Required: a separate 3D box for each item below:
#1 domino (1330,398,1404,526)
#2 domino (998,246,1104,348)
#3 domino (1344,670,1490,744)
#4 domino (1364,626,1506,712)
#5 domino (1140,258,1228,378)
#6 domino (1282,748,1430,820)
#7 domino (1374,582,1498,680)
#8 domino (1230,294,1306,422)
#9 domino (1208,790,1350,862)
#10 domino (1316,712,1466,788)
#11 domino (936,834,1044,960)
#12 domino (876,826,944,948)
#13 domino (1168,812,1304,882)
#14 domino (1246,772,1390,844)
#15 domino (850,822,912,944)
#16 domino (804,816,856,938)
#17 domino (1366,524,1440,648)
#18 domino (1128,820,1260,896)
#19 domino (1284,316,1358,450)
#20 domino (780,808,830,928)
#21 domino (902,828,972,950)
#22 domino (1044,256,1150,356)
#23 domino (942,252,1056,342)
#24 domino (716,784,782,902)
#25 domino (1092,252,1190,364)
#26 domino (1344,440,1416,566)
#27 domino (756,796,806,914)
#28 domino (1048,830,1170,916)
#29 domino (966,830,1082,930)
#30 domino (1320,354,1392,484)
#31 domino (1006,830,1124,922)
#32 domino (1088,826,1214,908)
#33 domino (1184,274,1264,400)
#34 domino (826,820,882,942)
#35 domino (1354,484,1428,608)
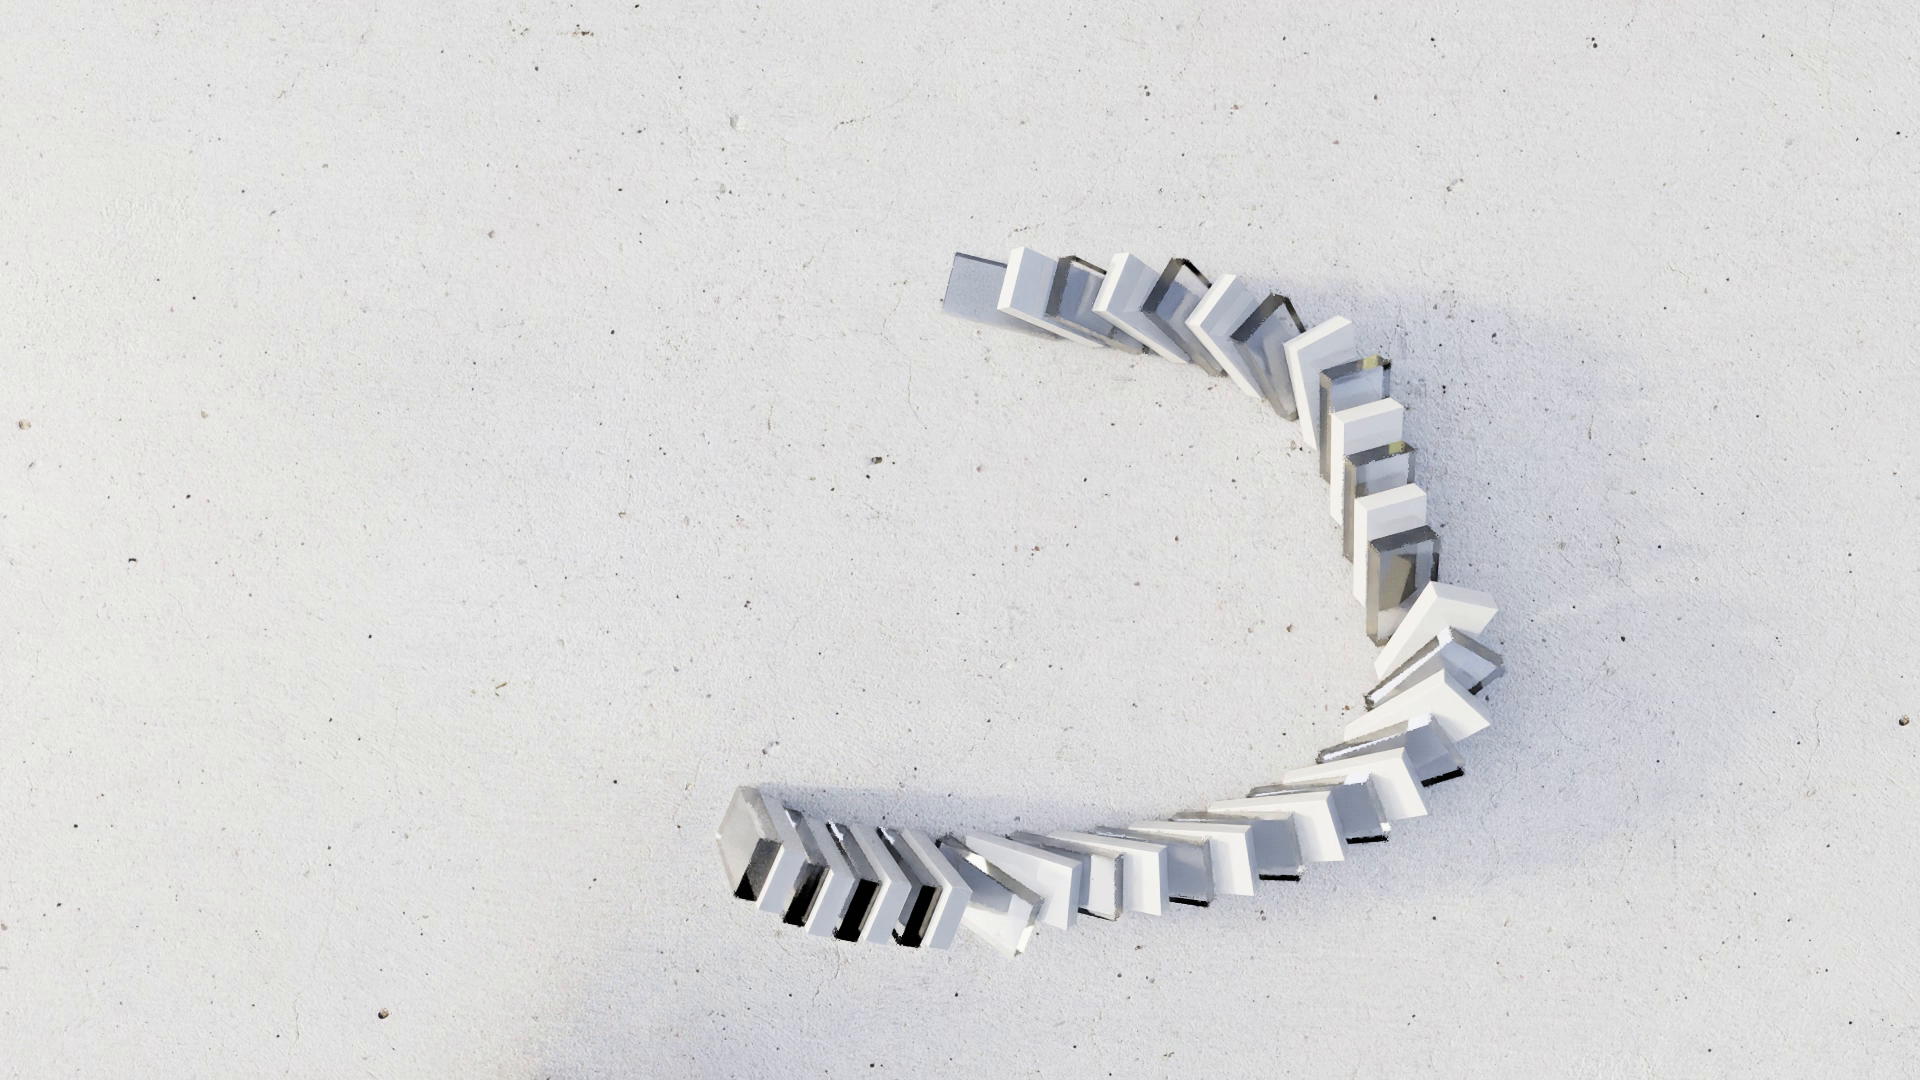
[{"bbox_3d":[0.169,-0.032,0.382,0.025,0.010,0.050,-15,123,-1],"label":"domino"},{"bbox_3d":[0.042,-0.101,0.383,0.050,0.010,0.025,14,90,-30],"label":"domino"},{"bbox_3d":[0.189,0.077,0.381,0.025,0.009,0.050,42,127,-1],"label":"domino"},{"bbox_3d":[0.196,0.060,0.381,0.025,0.009,0.050,30,128,-1],"label":"domino"},{"bbox_3d":[0.100,-0.092,0.383,0.050,0.009,0.025,31,90,-33],"label":"domino"},{"bbox_3d":[0.164,0.105,0.381,0.050,0.009,0.025,-25,91,36],"label":"domino"},{"bbox_3d":[0.196,0.041,0.380,0.025,0.010,0.050,12,130,-1],"label":"domino"},{"bbox_3d":[0.134,-0.075,0.382,0.025,0.009,0.050,-47,125,0],"label":"domino"},{"bbox_3d":[0.132,0.121,0.382,0.050,0.009,0.025,-17,90,35],"label":"domino"},{"bbox_3d":[0.178,0.093,0.381,0.050,0.009,0.025,-34,91,36],"label":"domino"},{"bbox_3d":[0.008,0.148,0.381,0.050,0.009,0.025,25,100,31],"label":"domino"},{"bbox_3d":[-0.025,0.141,0.376,0.009,0.050,0.025,22,90,-27],"label":"domino"},{"bbox_3d":[0.115,0.127,0.382,0.050,0.010,0.025,-12,90,34],"label":"domino"},{"bbox_3d":[0.148,0.114,0.382,0.050,0.010,0.025,-20,90,35],"label":"domino"},{"bbox_3d":[-0.037,0.139,0.375,0.010,0.050,0.025,24,90,-25],"label":"domino"},{"bbox_3d":[-0.059,0.137,0.375,0.009,0.050,0.025,24,90,-25],"label":"domino"},{"bbox_3d":[0.184,0.020,0.383,0.025,0.009,0.050,-15,122,0],"label":"domino"},{"bbox_3d":[0.097,0.132,0.382,0.050,0.009,0.025,-9,90,34],"label":"domino"},{"bbox_3d":[0.153,-0.065,0.382,0.025,0.009,0.050,-28,124,-1],"label":"domino"},{"bbox_3d":[-0.069,0.133,0.375,0.010,0.050,0.025,24,90,-25],"label":"domino"},{"bbox_3d":[-0.014,0.142,0.375,0.009,0.050,0.025,21,91,-27],"label":"domino"},{"bbox_3d":[0.060,-0.097,0.383,0.050,0.010,0.025,14,91,-32],"label":"domino"},{"bbox_3d":[0.020,-0.105,0.395,0.050,0.010,0.025,14,90,0],"label":"domino"},{"bbox_3d":[-0.087,0.123,0.375,0.009,0.050,0.025,24,90,-25],"label":"domino"},{"bbox_3d":[0.080,-0.096,0.383,0.050,0.010,0.025,22,90,-31],"label":"domino"},{"bbox_3d":[0.175,-0.015,0.382,0.025,0.009,0.050,-15,123,0],"label":"domino"},{"bbox_3d":[-0.078,0.128,0.375,0.010,0.050,0.025,24,90,-25],"label":"domino"},{"bbox_3d":[0.061,0.138,0.382,0.050,0.009,0.025,-3,90,33],"label":"domino"},{"bbox_3d":[0.025,0.141,0.382,0.050,0.009,0.025,6,91,33],"label":"domino"},{"bbox_3d":[0.164,-0.049,0.382,0.025,0.010,0.050,-16,123,-2],"label":"domino"},{"bbox_3d":[0.043,0.139,0.382,0.050,0.010,0.025,0,90,33],"label":"domino"},{"bbox_3d":[0.079,0.136,0.382,0.050,0.009,0.025,-5,90,33],"label":"domino"},{"bbox_3d":[0.118,-0.084,0.383,0.050,0.010,0.025,37,90,-32],"label":"domino"},{"bbox_3d":[-0.049,0.139,0.375,0.009,0.050,0.025,24,90,-25],"label":"domino"},{"bbox_3d":[0.179,0.003,0.383,0.025,0.009,0.050,-15,123,0],"label":"domino"}]
